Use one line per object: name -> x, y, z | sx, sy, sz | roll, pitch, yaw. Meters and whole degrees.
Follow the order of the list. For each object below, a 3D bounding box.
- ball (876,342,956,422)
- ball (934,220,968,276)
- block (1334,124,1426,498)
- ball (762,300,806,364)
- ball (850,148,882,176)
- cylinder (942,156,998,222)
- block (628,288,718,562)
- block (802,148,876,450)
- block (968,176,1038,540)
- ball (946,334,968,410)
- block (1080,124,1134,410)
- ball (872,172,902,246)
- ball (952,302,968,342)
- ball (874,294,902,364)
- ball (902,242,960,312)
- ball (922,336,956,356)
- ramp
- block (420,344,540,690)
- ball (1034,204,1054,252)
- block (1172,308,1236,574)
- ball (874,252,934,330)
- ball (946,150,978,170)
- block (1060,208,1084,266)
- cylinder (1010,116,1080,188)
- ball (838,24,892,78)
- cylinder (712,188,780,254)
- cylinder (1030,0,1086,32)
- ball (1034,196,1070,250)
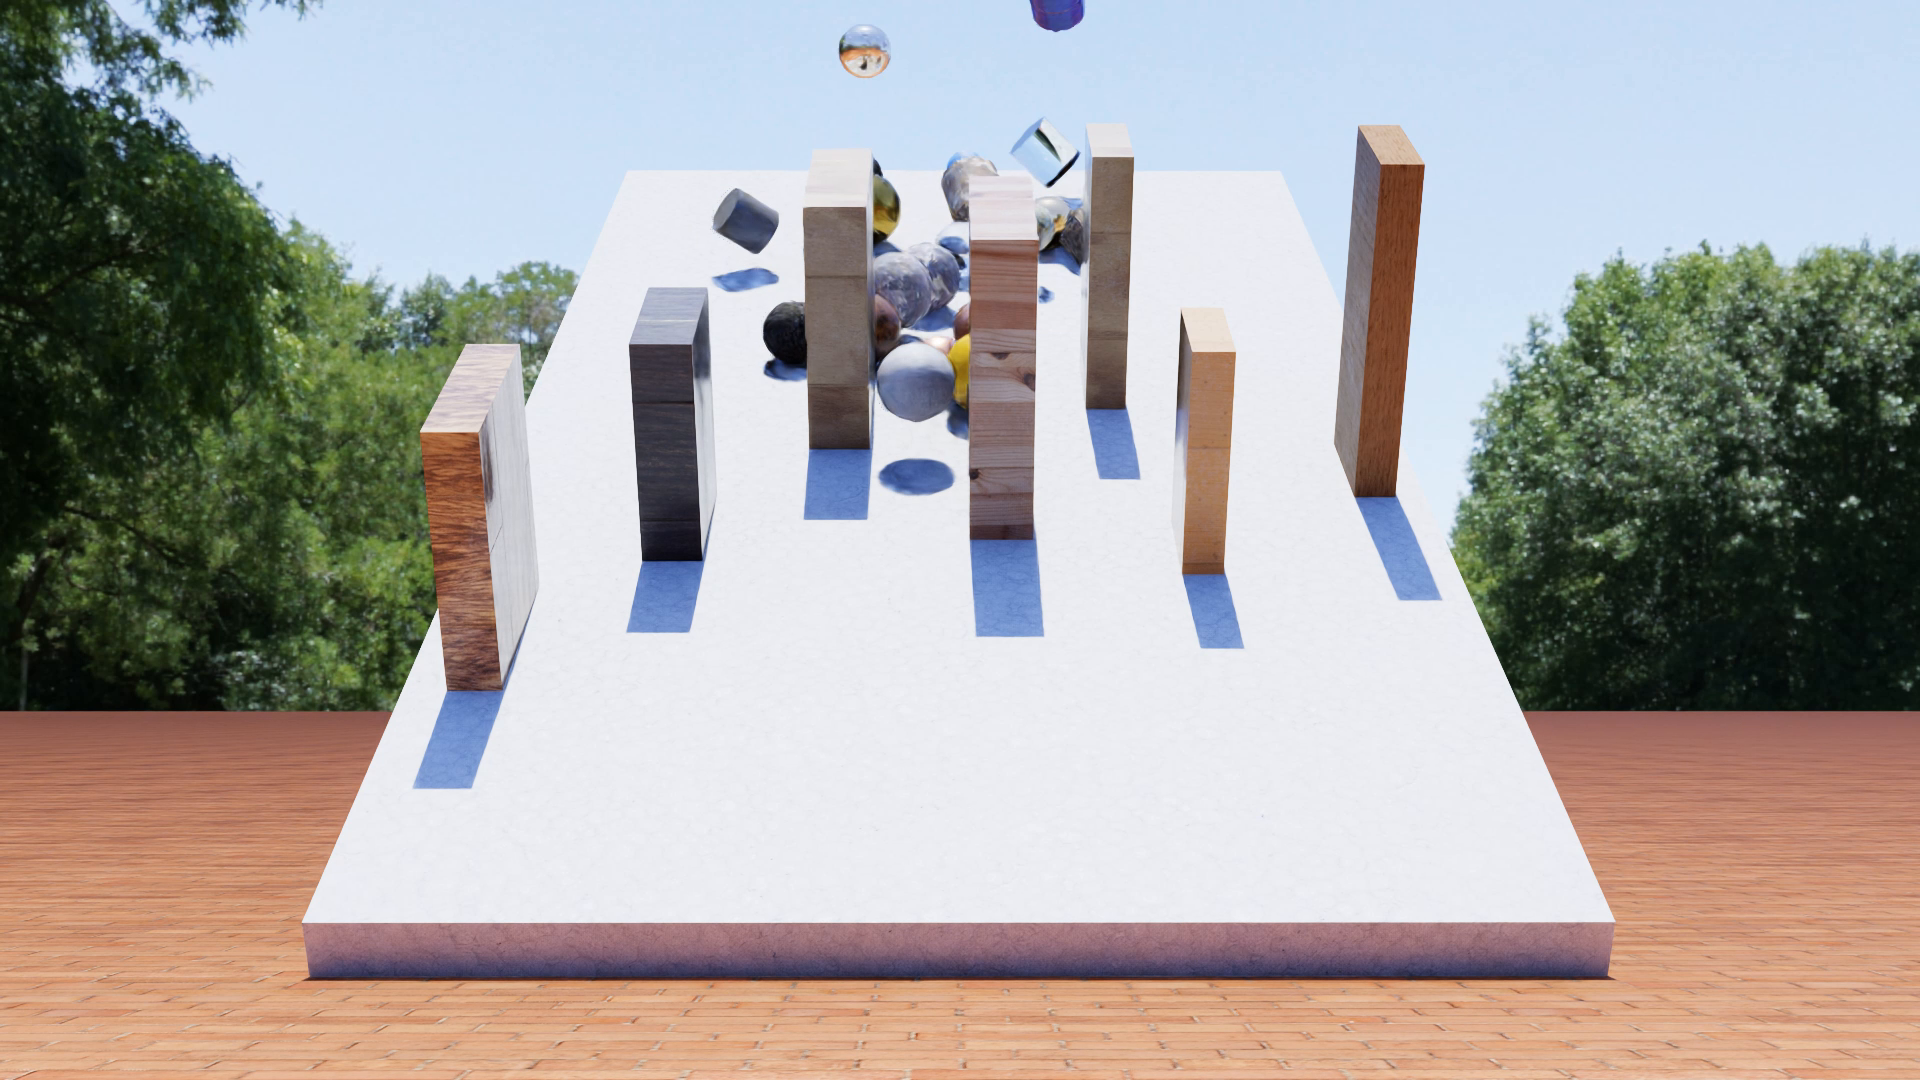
ball -> -0.096, -0.344, 5.120 | 0.173, 0.173, 0.173 | 0, -4, 0
ball -> 0.003, -0.779, 6.273 | 0.147, 0.147, 0.147 | 0, -4, 0
block -> 0.884, -0.484, 4.974 | 0.088, 0.729, 0.294 | 0, 25, 0
ball -> -0.404, -0.504, 5.688 | 0.150, 0.150, 0.150 | 0, -4, 0
ball -> -0.309, -1.048, 6.810 | 0.172, 0.172, 0.172 | 0, -4, 0
cylinder -> 0.044, -0.956, 6.558 | 0.162, 0.162, 0.162 | -10, -37, -8
block -> -0.578, -0.238, 4.758 | 0.121, 0.464, 0.332 | 0, 25, 0
block -> -0.269, -0.549, 5.304 | 0.135, 0.560, 0.441 | 0, 25, 0
block -> 0.084, -0.380, 4.854 | 0.131, 0.641, 0.418 | 0, 25, 0
ball -> 0.062, -0.384, 5.379 | 0.199, 0.199, 0.199 | 0, -4, 0
block -> 0.337, -0.634, 5.438 | 0.093, 0.601, 0.277 | 0, 25, 0
ball -> -0.264, -0.914, 6.490 | 0.205, 0.205, 0.205 | 0, -4, 0
ball -> 0.056, -0.514, 5.715 | 0.148, 0.148, 0.148 | 0, -4, 0
ball -> -0.227, -0.510, 5.673 | 0.173, 0.173, 0.173 | 0, -4, 0
ball -> -0.086, -0.673, 6.015 | 0.176, 0.176, 0.176 | 0, -4, 0
ball -> -0.048, -0.410, 5.505 | 0.138, 0.138, 0.138 | 0, -4, 0
ramp -> -0.009, -0.229, 5.401 | 2.000, 0.100, 4.000 | 0, 25, 0
block -> -0.874, -0.048, 4.308 | 0.100, 0.504, 0.427 | 0, 25, 0
ball -> 0.186, -0.822, 6.184 | 0.129, 0.129, 0.129 | 0, -4, 0
block -> 0.482, -0.198, 4.671 | 0.084, 0.471, 0.248 | 0, 25, 0
ball -> -0.162, -0.616, 5.809 | 0.191, 0.191, 0.191 | 0, -4, 0
ball -> 0.018, -1.102, 6.988 | 0.117, 0.117, 0.117 | 0, -4, 0
block -> 0.358, -0.829, 6.381 | 0.109, 0.109, 0.109 | -17, -37, -30
cylinder -> 0.247, -1.125, 6.816 | 0.147, 0.147, 0.147 | 42, -17, -14
ball -> -0.280, -1.439, 6.910 | 0.159, 0.159, 0.159 | 0, -4, 0
cylinder -> -0.574, -0.854, 6.287 | 0.130, 0.130, 0.130 | 29, -17, -25
cylinder -> 0.283, -1.619, 6.929 | 0.163, 0.163, 0.163 | -1, -28, 9
ball -> 0.243, -0.874, 6.474 | 0.148, 0.148, 0.148 | 0, -4, 0
